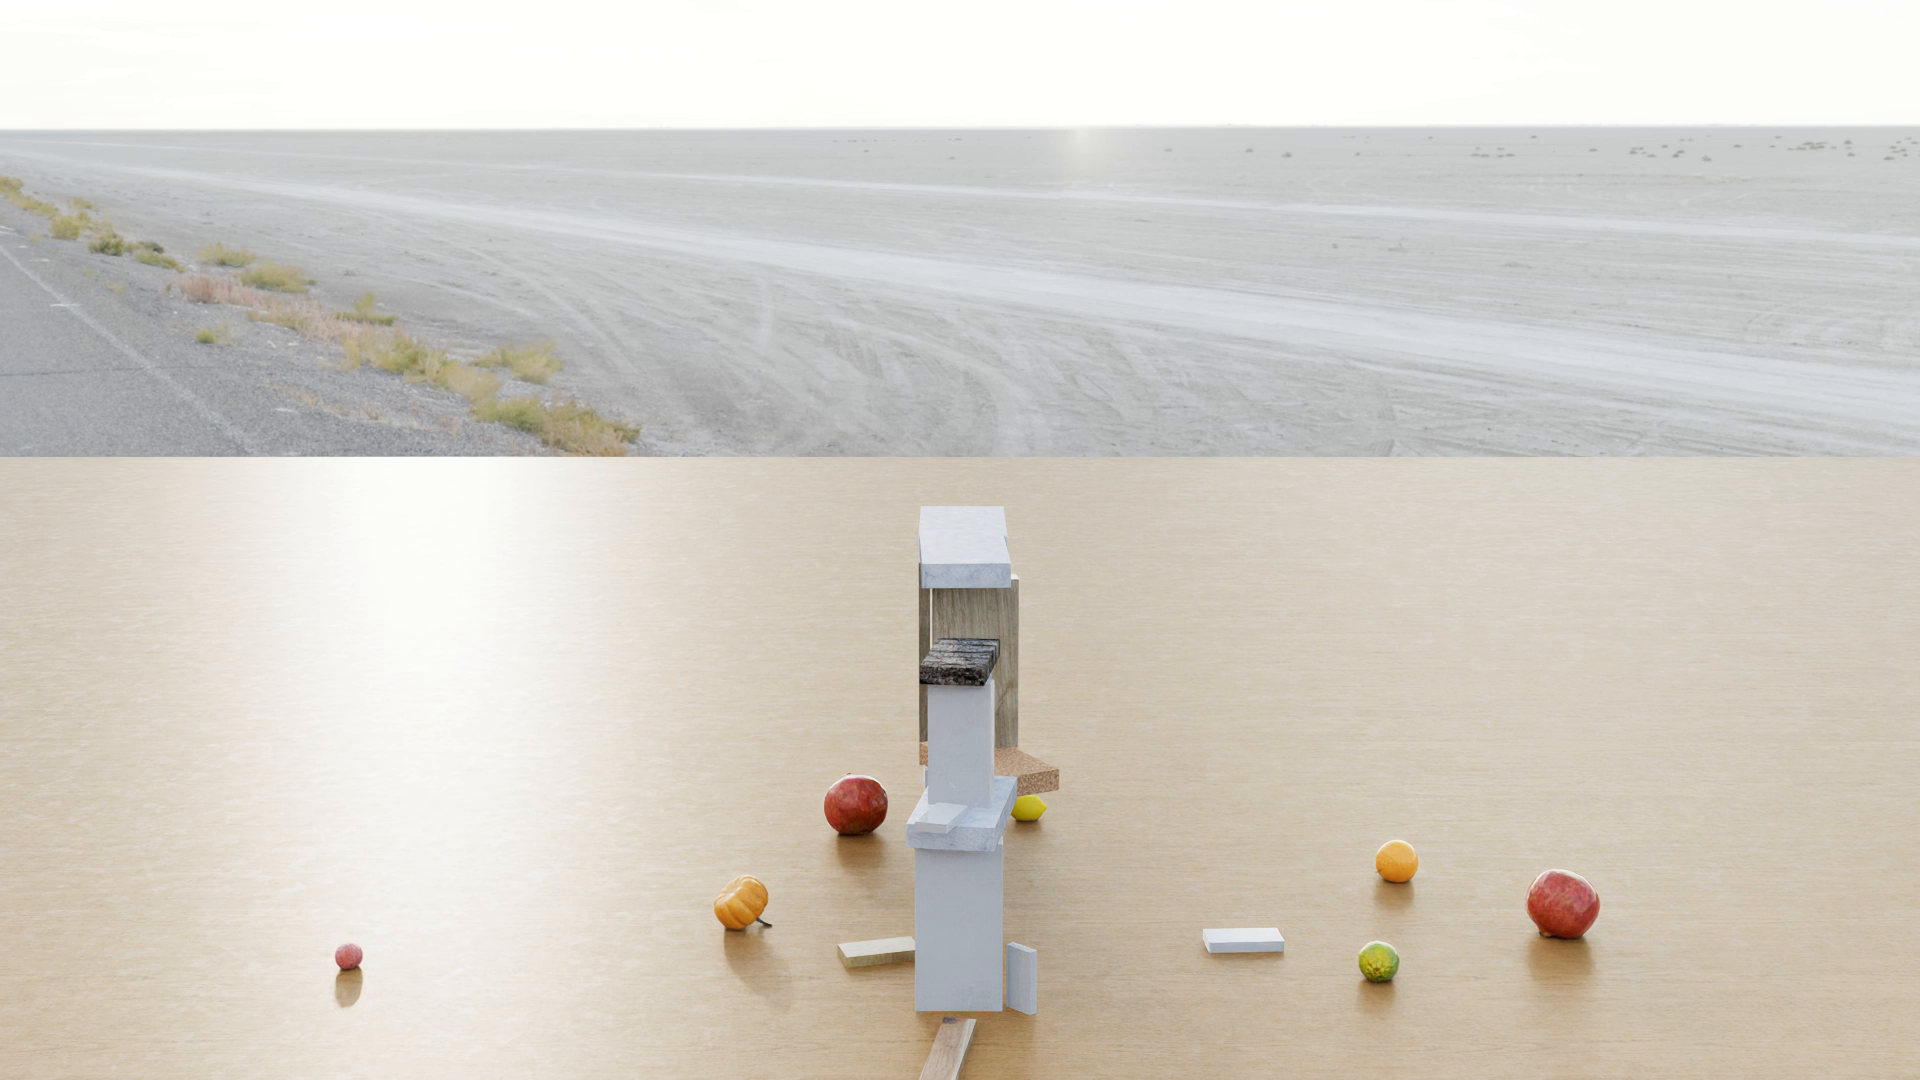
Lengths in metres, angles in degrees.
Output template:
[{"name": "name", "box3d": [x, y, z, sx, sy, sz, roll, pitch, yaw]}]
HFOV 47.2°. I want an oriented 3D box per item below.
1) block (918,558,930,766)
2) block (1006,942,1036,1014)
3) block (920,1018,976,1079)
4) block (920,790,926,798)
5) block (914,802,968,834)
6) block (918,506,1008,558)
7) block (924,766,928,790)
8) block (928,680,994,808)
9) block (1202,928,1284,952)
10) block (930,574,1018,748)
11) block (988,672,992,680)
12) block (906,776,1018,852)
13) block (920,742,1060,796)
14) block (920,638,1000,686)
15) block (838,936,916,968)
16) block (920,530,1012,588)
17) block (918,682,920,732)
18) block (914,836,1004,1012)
[{"name": "block", "box3d": [0.001, 0.204, 3.685, 0.139, 0.349, 0.039, 0, 12, 0]}, {"name": "block", "box3d": [0.089, 0.633, 3.177, 0.047, 0.094, 0.013, 10, 15, 44]}, {"name": "block", "box3d": [-0.028, 0.720, 2.935, 0.047, 0.013, 0.382, 2, 11, 8]}, {"name": "block", "box3d": [0.001, 0.513, 3.431, 0.120, 0.239, 0.034, 2, 11, 10]}, {"name": "block", "box3d": [-0.026, 0.394, 3.114, 0.047, 0.013, 0.094, 4, 11, 19]}, {"name": "block", "box3d": [0.005, -0.014, 3.966, 0.154, 0.044, 0.308, 0, 11, 0]}, {"name": "block", "box3d": [0.002, 0.485, 3.581, 0.120, 0.239, 0.034, -1, 11, -4]}, {"name": "block", "box3d": [0.002, 0.293, 3.185, 0.093, 0.185, 0.026, 2, 11, 13]}, {"name": "block", "box3d": [0.443, 0.625, 3.435, 0.117, 0.017, 0.059, -1, 11, -3]}, {"name": "block", "box3d": [0.023, 0.196, 3.536, 0.139, 0.277, 0.039, -1, 11, -5]}, {"name": "block", "box3d": [0.001, 0.271, 3.303, 0.093, 0.185, 0.026, 1, 11, 3]}, {"name": "block", "box3d": [0.005, 0.398, 3.227, 0.126, 0.036, 0.252, 2, 11, 9]}, {"name": "block", "box3d": [0.044, 0.360, 3.504, 0.120, 0.034, 0.239, -6, 12, -29]}, {"name": "block", "box3d": [0.001, 0.178, 3.226, 0.093, 0.026, 0.185, 1, 11, 8]}, {"name": "block", "box3d": [-0.124, 0.634, 3.386, 0.117, 0.017, 0.059, -3, 11, -16]}, {"name": "block", "box3d": [0.006, 0.030, 3.561, 0.139, 0.039, 0.277, 0, 11, -2]}, {"name": "block", "box3d": [0.004, 0.183, 3.896, 0.154, 0.317, 0.044, 0, 10, 1]}, {"name": "block", "box3d": [-0.002, 0.554, 3.173, 0.126, 0.252, 0.036, 0, 11, 0]}]
